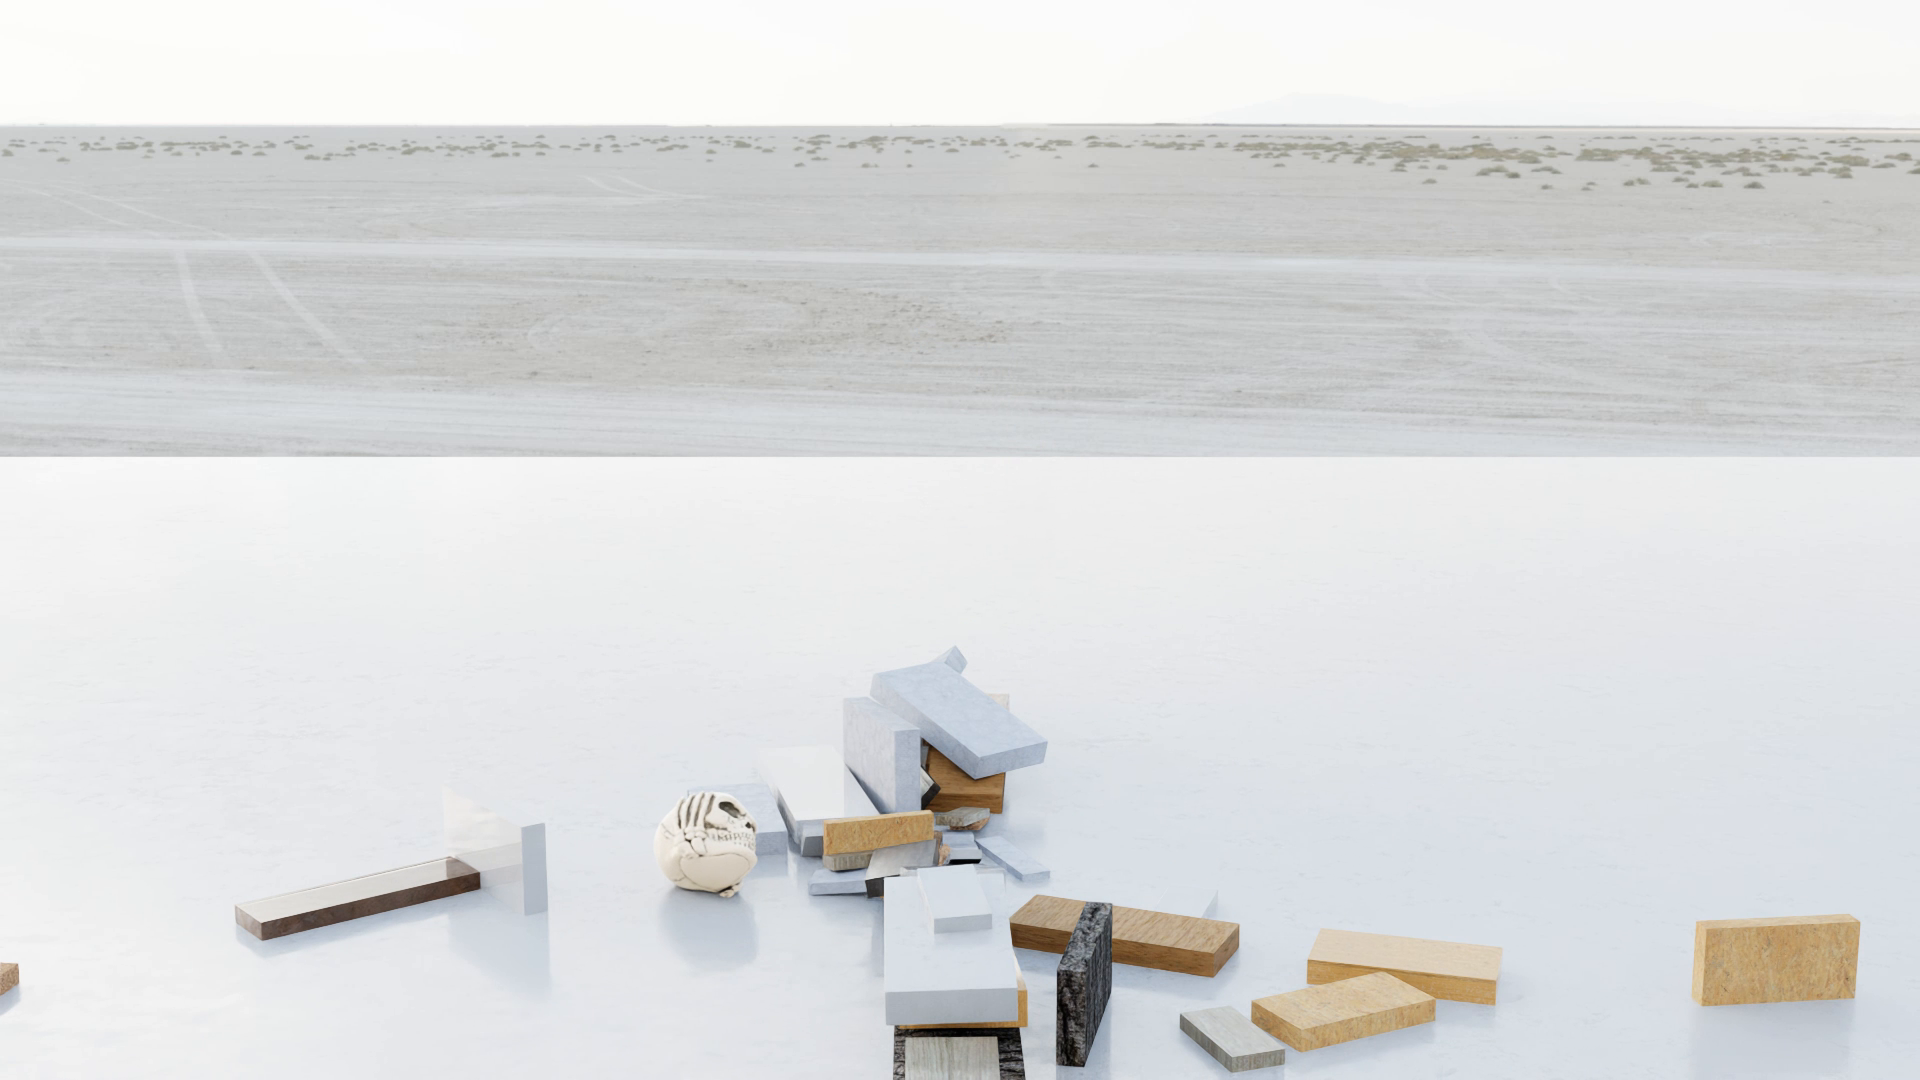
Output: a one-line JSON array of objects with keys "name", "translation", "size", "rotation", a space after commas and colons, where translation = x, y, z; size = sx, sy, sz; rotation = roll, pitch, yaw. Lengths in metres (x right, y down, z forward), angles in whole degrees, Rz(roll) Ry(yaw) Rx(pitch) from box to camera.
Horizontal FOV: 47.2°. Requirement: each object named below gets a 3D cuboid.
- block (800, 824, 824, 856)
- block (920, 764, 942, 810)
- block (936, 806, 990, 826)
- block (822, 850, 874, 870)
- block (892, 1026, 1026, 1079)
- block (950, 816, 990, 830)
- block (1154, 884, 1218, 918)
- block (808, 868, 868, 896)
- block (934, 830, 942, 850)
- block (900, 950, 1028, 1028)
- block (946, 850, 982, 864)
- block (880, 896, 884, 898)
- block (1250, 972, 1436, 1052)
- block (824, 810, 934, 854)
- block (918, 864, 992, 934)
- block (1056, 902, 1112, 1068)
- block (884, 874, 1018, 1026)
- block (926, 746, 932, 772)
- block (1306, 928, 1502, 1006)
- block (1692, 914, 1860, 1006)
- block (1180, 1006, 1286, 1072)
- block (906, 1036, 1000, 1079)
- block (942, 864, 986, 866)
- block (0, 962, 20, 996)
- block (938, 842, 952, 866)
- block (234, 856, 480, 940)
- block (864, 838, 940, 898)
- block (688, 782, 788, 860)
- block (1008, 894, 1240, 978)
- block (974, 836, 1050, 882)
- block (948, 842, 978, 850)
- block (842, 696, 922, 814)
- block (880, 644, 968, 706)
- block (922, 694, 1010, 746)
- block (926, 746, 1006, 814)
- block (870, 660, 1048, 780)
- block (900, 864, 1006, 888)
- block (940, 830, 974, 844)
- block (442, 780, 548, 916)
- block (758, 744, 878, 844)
[{"name": "block", "translation": [-0.201, 0.522, 3.846], "size": [0.149, 0.075, 0.021], "rotation": [-2, 55, -11]}, {"name": "block", "translation": [-0.097, 0.454, 4.193], "size": [0.019, 0.066, 0.333], "rotation": [40, -2, -14]}, {"name": "block", "translation": [0.005, 0.497, 3.957], "size": [0.055, 0.016, 0.110], "rotation": [0, 3, 26]}, {"name": "block", "translation": [-0.152, 0.542, 3.744], "size": [0.149, 0.021, 0.075], "rotation": [-4, -3, -18]}, {"name": "block", "translation": [-0.002, 0.711, 2.886], "size": [0.171, 0.049, 0.343], "rotation": [0, 11, -1]}, {"name": "block", "translation": [0.018, 0.511, 4.005], "size": [0.055, 0.016, 0.110], "rotation": [-1, 2, 10]}, {"name": "block", "translation": [0.362, 0.599, 3.559], "size": [0.081, 0.023, 0.161], "rotation": [3, 11, 17]}, {"name": "block", "translation": [-0.177, 0.569, 3.683], "size": [0.143, 0.020, 0.072], "rotation": [-5, 10, 9]}, {"name": "block", "translation": [-0.076, 0.528, 3.870], "size": [0.094, 0.047, 0.013], "rotation": [8, -6, 35]}, {"name": "block", "translation": [0.000, 0.633, 3.112], "size": [0.171, 0.049, 0.343], "rotation": [0, -2, -2]}, {"name": "block", "translation": [0.007, 0.544, 3.752], "size": [0.053, 0.015, 0.106], "rotation": [0, -16, -4]}, {"name": "block", "translation": [-0.102, 0.579, 3.692], "size": [0.047, 0.013, 0.098], "rotation": [2, 11, 8]}, {"name": "block", "translation": [0.547, 0.672, 3.138], "size": [0.237, 0.034, 0.118], "rotation": [-6, 12, -27]}, {"name": "block", "translation": [-0.140, 0.514, 3.795], "size": [0.192, 0.075, 0.021], "rotation": [-3, 11, -18]}, {"name": "block", "translation": [-0.008, 0.500, 3.071], "size": [0.081, 0.023, 0.161], "rotation": [-4, 17, -8]}, {"name": "block", "translation": [0.177, 0.624, 3.110], "size": [0.039, 0.137, 0.274], "rotation": [2, 11, 11]}, {"name": "block", "translation": [-0.017, 0.555, 3.012], "size": [0.171, 0.049, 0.343], "rotation": [-2, 17, -2]}, {"name": "block", "translation": [0.010, 0.430, 4.421], "size": [0.143, 0.041, 0.286], "rotation": [0, 11, 2]}, {"name": "block", "translation": [0.669, 0.639, 3.301], "size": [0.274, 0.039, 0.137], "rotation": [3, 11, 17]}, {"name": "block", "translation": [1.193, 0.614, 3.216], "size": [0.237, 0.118, 0.034], "rotation": [-1, 11, -7]}, {"name": "block", "translation": [0.377, 0.692, 3.055], "size": [0.081, 0.023, 0.161], "rotation": [-4, 11, -20]}, {"name": "block", "translation": [-0.005, 0.741, 2.585], "size": [0.118, 0.034, 0.550], "rotation": [0, 17, -1]}, {"name": "block", "translation": [0.006, 0.555, 3.687], "size": [0.072, 0.020, 0.143], "rotation": [-1, -7, -3]}, {"name": "block", "translation": [-1.471, 0.664, 3.185], "size": [0.108, 0.030, 0.215], "rotation": [1, 11, 7]}, {"name": "block", "translation": [-0.047, 0.554, 3.729], "size": [0.015, 0.053, 0.106], "rotation": [42, 15, 1]}, {"name": "block", "translation": [-0.985, 0.585, 3.610], "size": [0.378, 0.030, 0.108], "rotation": [-9, 14, -39]}, {"name": "block", "translation": [-0.093, 0.536, 3.597], "size": [0.108, 0.030, 0.215], "rotation": [-10, 5, 3]}, {"name": "block", "translation": [-0.407, 0.508, 3.996], "size": [0.150, 0.043, 0.301], "rotation": [-2, 11, -12]}, {"name": "block", "translation": [0.252, 0.615, 3.428], "size": [0.339, 0.039, 0.137], "rotation": [5, 11, 23]}, {"name": "block", "translation": [0.089, 0.554, 3.823], "size": [0.051, 0.015, 0.204], "rotation": [-5, 11, -23]}, {"name": "block", "translation": [0.003, 0.539, 3.837], "size": [0.053, 0.015, 0.106], "rotation": [0, -2, -2]}, {"name": "block", "translation": [-0.149, 0.408, 4.116], "size": [0.048, 0.171, 0.342], "rotation": [-3, 7, -19]}, {"name": "block", "translation": [-0.100, 0.342, 4.624], "size": [0.171, 0.048, 0.492], "rotation": [-34, 4, 13]}, {"name": "block", "translation": [0.016, 0.369, 4.527], "size": [0.143, 0.041, 0.286], "rotation": [1, 10, 8]}, {"name": "block", "translation": [0.016, 0.435, 4.227], "size": [0.143, 0.041, 0.286], "rotation": [1, 23, 4]}, {"name": "block", "translation": [-0.005, 0.346, 4.276], "size": [0.171, 0.048, 0.342], "rotation": [-9, 30, -38]}, {"name": "block", "translation": [-0.014, 0.519, 3.344], "size": [0.143, 0.041, 0.286], "rotation": [0, -7, -4]}, {"name": "block", "translation": [-0.005, 0.527, 3.901], "size": [0.055, 0.016, 0.110], "rotation": [0, -2, -2]}, {"name": "block", "translation": [-0.780, 0.512, 3.680], "size": [0.043, 0.150, 0.301], "rotation": [-8, 13, -37]}, {"name": "block", "translation": [-0.272, 0.472, 4.133], "size": [0.150, 0.043, 0.539], "rotation": [-2, 9, -12]}]
